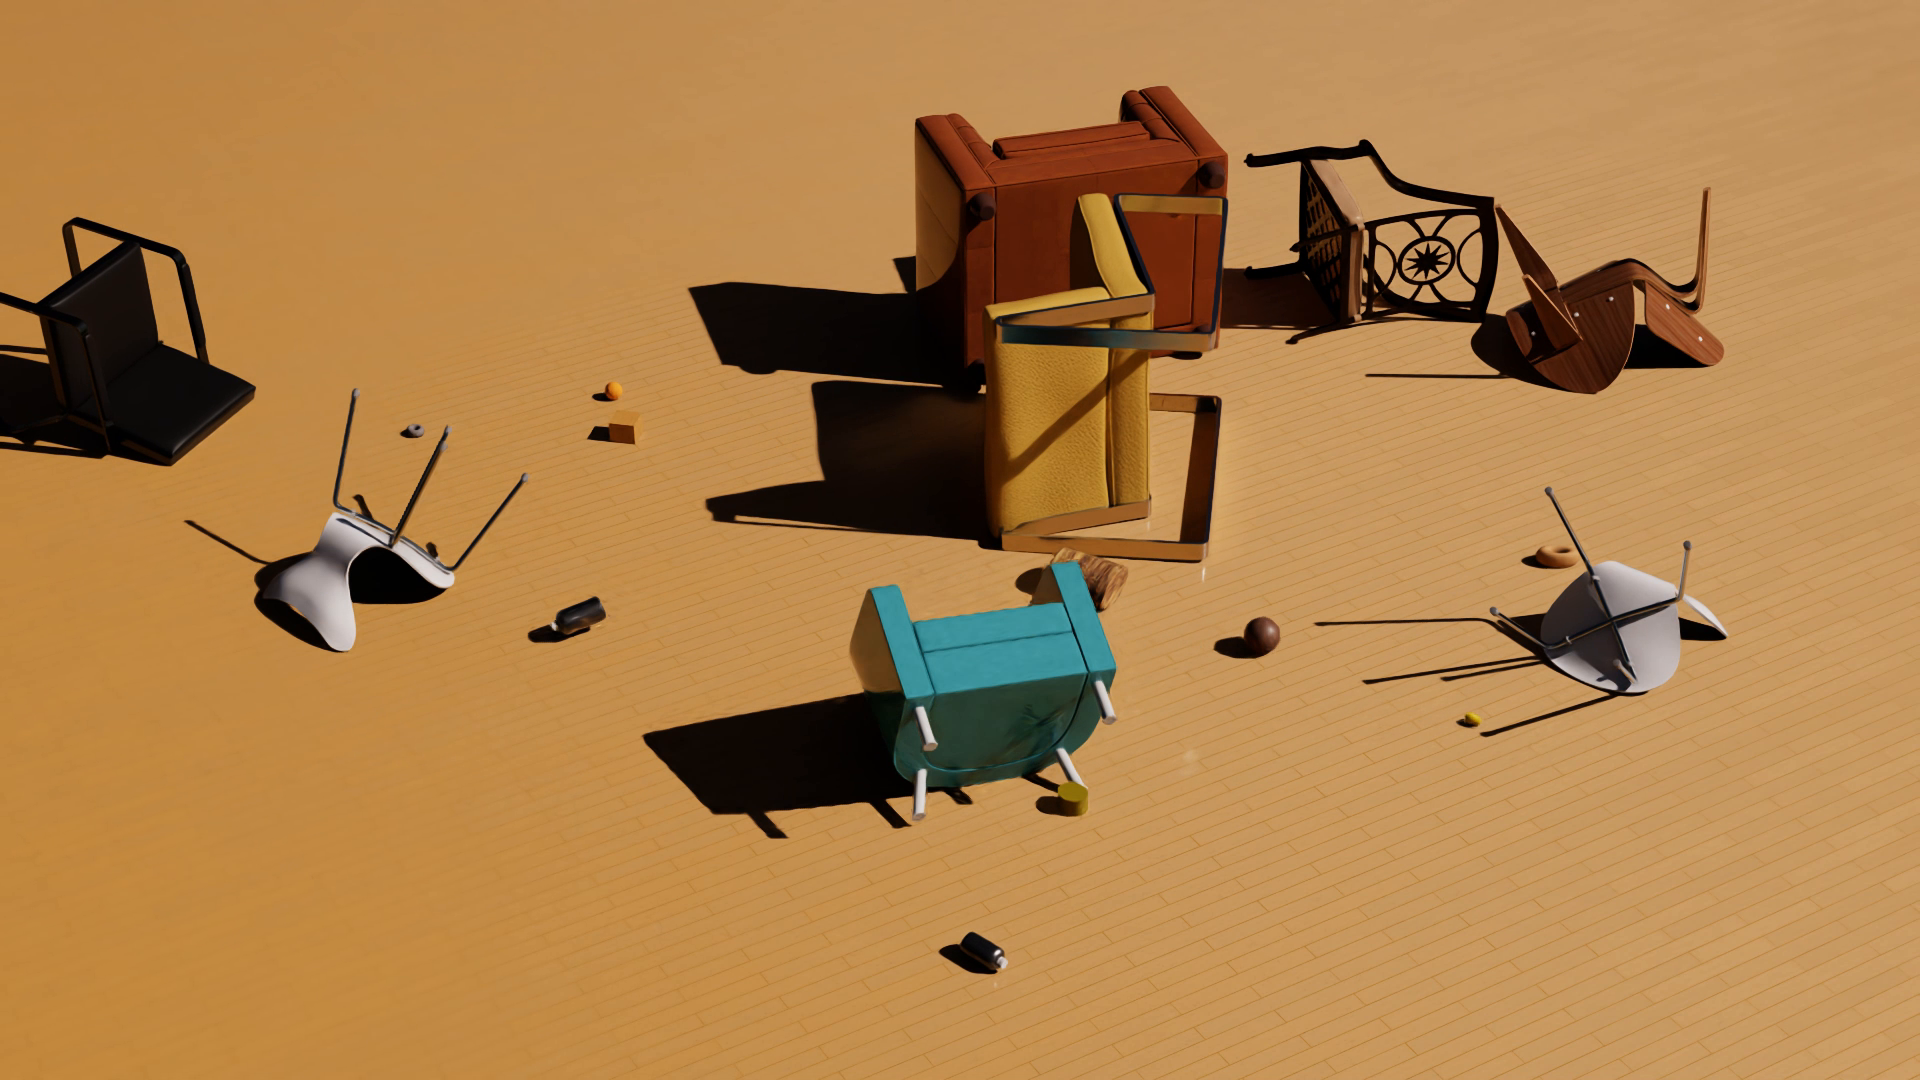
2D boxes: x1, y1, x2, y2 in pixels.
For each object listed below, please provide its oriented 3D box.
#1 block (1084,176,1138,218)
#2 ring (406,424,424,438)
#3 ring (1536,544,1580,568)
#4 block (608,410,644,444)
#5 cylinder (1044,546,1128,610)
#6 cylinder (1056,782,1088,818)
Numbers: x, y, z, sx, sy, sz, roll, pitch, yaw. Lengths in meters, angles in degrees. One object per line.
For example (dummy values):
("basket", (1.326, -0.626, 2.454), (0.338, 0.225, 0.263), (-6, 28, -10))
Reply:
("block", (0.681, -1.544, 13.207), (0.132, 0.088, 0.219), (-24, 40, -31))
("ring", (-2.149, -0.431, 11.570), (0.072, 0.033, 0.066), (16, 38, 21))
("ring", (2.202, 0.060, 10.800), (0.161, 0.060, 0.091), (2, 32, 1))
("block", (-1.315, -0.445, 11.542), (0.103, 0.085, 0.105), (7, 34, 10))
("cylinder", (0.454, 0.136, 10.619), (0.247, 0.123, 0.192), (19, 55, 26))
("cylinder", (0.367, 0.850, 9.595), (0.105, 0.065, 0.094), (26, 41, 33))
